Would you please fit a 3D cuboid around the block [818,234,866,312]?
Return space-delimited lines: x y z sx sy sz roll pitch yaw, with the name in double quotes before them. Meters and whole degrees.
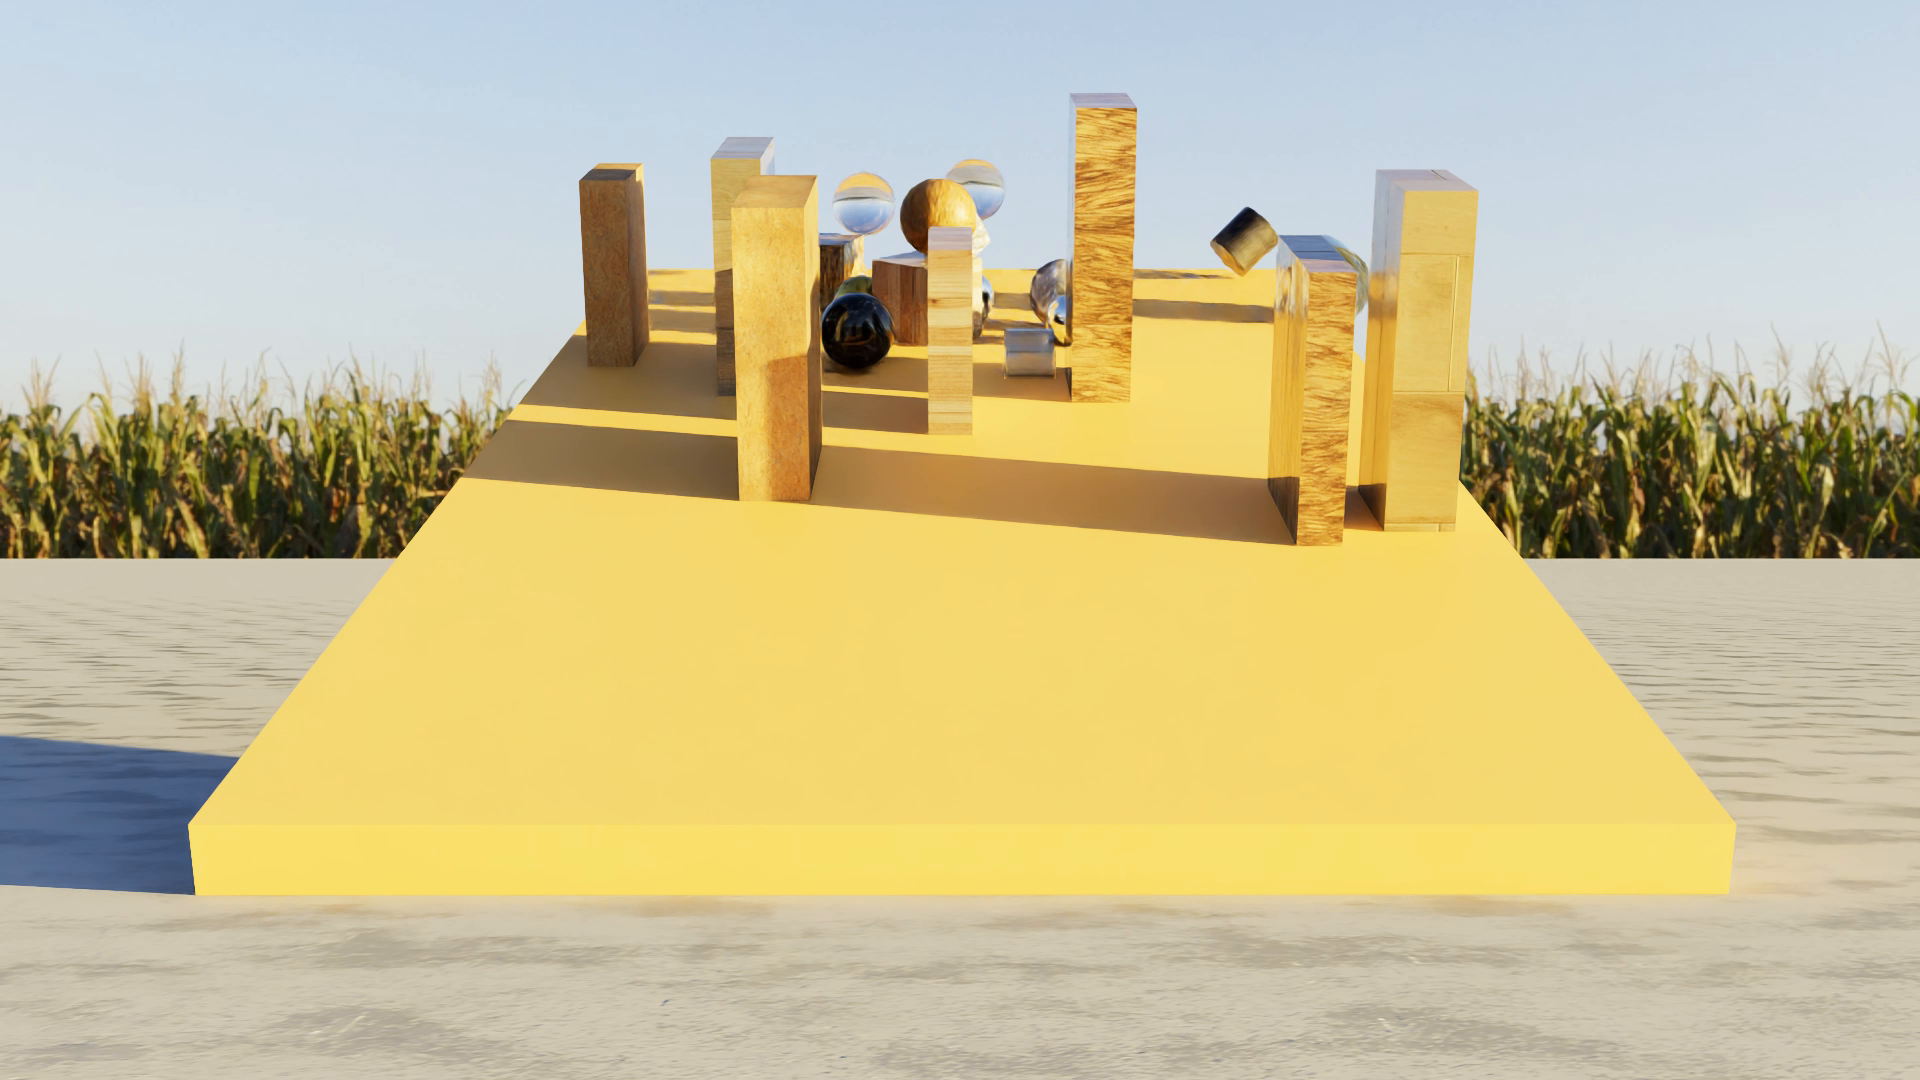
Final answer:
"block" -0.376 -0.736 6.120 0.182 0.182 0.182 3 18 15

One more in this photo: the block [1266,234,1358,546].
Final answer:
"block" 0.650 -0.286 4.142 0.083 0.500 0.398 0 17 0

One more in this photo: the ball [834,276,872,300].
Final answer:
"ball" -0.257 -0.618 5.809 0.146 0.146 0.146 0 0 0

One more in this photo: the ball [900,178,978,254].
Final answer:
"ball" -0.056 -0.828 5.713 0.200 0.200 0.200 0 0 0

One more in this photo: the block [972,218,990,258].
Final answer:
"block" -0.009 -0.809 5.921 0.107 0.107 0.107 14 55 45

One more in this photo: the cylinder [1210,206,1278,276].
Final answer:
"cylinder" 0.835 -0.876 6.528 0.144 0.144 0.144 -44 2 -3

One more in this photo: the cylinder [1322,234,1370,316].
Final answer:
"cylinder" 0.977 -0.699 5.965 0.209 0.209 0.209 0 17 -2

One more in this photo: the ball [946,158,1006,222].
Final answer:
"ball" 0.040 -0.989 6.284 0.178 0.178 0.178 0 0 0

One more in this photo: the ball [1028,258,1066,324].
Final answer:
"ball" 0.273 -0.644 5.831 0.185 0.185 0.185 0 0 0

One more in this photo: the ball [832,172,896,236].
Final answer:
"ball" -0.266 -0.932 6.170 0.177 0.177 0.177 0 0 0

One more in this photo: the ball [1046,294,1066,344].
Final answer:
"ball" 0.282 -0.560 5.649 0.131 0.131 0.131 0 0 0

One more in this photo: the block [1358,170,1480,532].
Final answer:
"block" 0.849 -0.356 4.151 0.132 0.629 0.277 0 17 0

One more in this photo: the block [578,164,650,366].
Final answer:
"block" -0.852 -0.685 5.507 0.111 0.452 0.314 0 17 0

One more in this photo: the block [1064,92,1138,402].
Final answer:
"block" 0.321 -0.678 5.130 0.134 0.664 0.326 0 17 0

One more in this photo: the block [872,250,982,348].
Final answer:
"block" -0.085 -0.624 5.737 0.202 0.202 0.202 14 22 38

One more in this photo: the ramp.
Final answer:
"ramp" -0.003 -0.176 4.799 2.000 0.100 4.000 0 17 0

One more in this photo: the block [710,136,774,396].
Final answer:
"block" -0.503 -0.650 5.239 0.112 0.545 0.396 0 17 0

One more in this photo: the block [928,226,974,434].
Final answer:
"block" -0.021 -0.464 4.881 0.095 0.401 0.312 0 17 0

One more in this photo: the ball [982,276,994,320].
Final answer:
"ball" 0.017 -0.640 5.881 0.147 0.147 0.147 0 0 0

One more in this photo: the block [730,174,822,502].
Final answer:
"block" -0.359 -0.411 4.428 0.136 0.567 0.441 0 17 0

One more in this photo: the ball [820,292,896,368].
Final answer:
"ball" -0.249 -0.507 5.388 0.184 0.184 0.184 0 0 0
